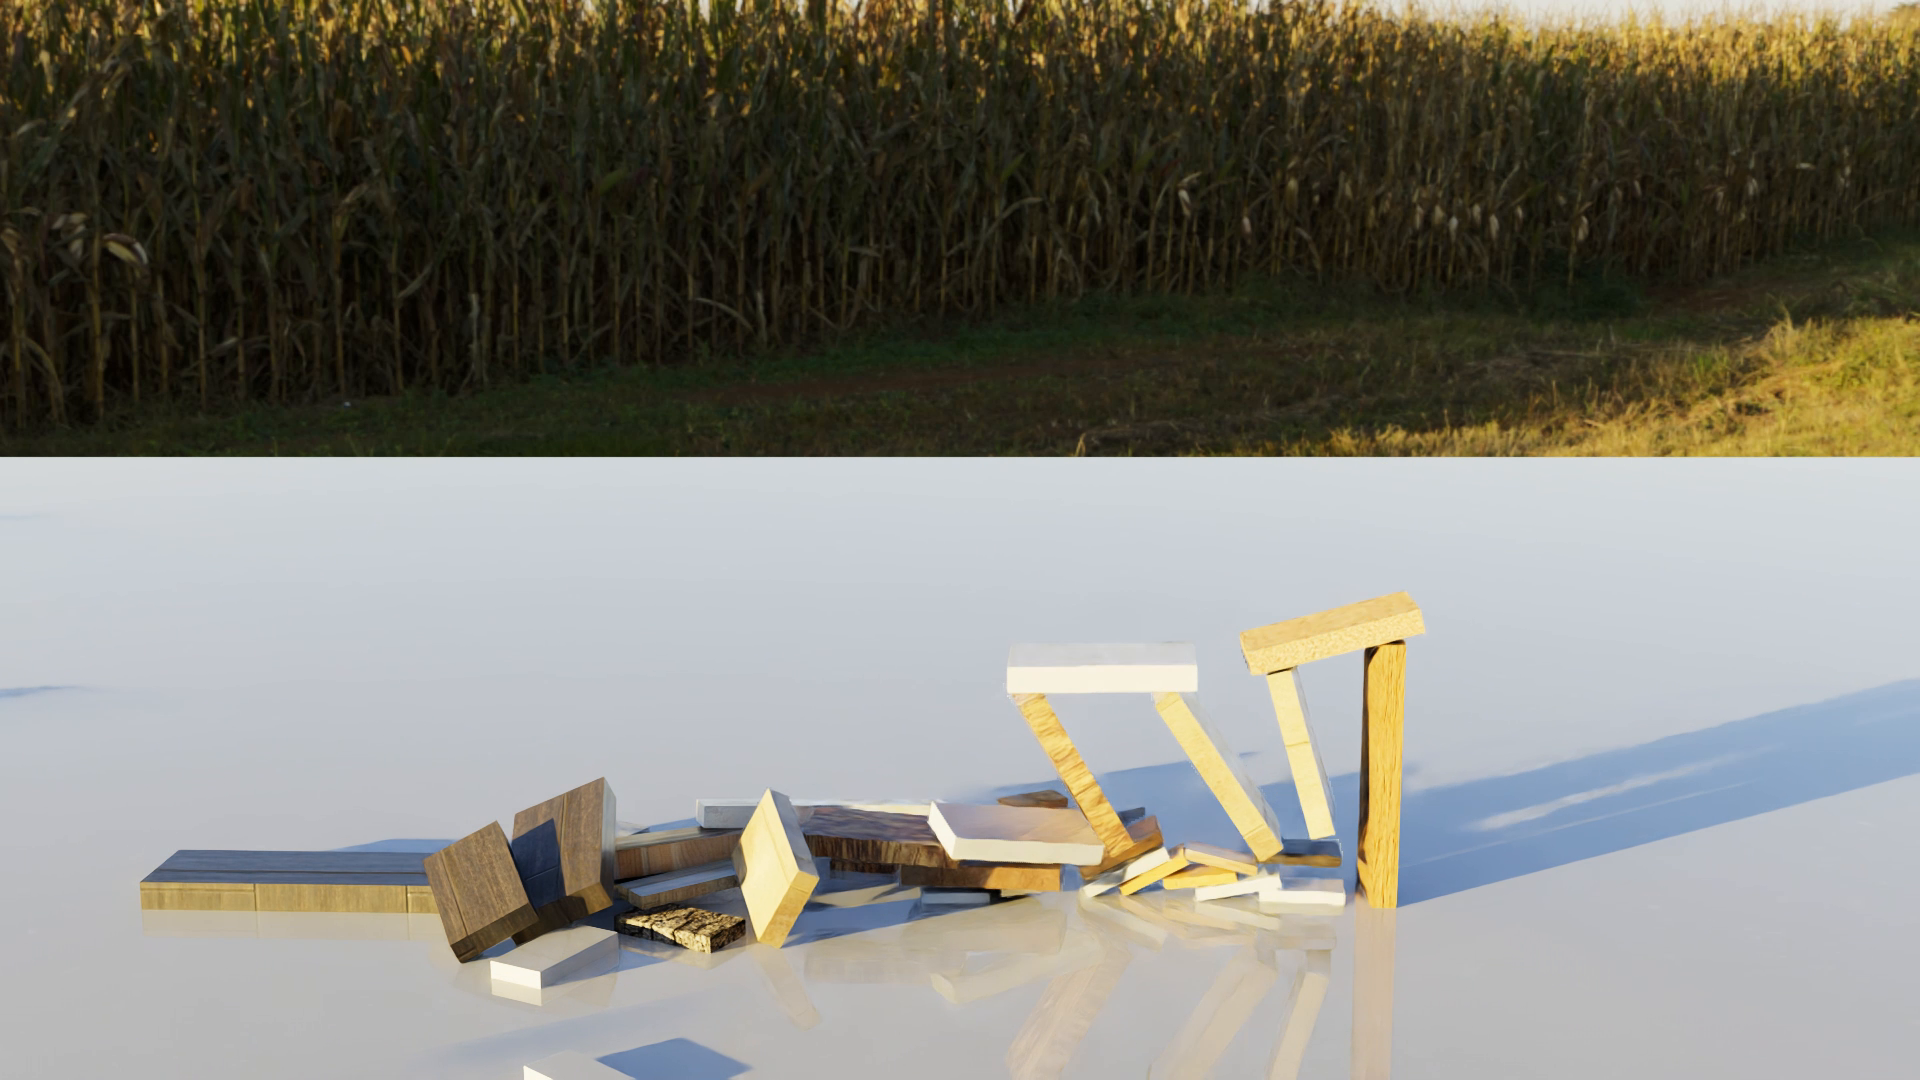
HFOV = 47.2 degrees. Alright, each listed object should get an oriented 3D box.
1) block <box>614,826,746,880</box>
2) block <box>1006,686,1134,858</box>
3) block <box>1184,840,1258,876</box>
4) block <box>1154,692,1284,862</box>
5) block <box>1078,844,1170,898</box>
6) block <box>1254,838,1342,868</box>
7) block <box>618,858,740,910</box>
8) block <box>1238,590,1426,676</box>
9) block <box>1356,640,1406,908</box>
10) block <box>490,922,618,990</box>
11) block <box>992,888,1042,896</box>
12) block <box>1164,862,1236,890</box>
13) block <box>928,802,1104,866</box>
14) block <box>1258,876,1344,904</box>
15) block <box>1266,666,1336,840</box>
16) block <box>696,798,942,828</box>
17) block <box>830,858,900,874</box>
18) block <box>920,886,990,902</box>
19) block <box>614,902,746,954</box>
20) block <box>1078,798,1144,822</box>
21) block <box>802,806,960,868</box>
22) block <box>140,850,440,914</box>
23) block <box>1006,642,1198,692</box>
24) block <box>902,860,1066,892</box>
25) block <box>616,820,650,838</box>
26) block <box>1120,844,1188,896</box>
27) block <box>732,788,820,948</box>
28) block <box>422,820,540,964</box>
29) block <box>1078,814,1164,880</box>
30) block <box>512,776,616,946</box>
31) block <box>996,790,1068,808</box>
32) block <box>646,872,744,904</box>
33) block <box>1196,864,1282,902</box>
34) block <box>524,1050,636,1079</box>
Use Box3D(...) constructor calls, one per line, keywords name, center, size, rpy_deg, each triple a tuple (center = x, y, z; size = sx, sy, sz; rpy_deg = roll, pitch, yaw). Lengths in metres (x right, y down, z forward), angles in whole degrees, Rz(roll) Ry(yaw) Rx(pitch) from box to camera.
Box3D(name="block", center=(-0.524, 0.534, 3.757), size=(0.331, 0.047, 0.166), rpy_deg=(-5, 1, -24))
Box3D(name="block", center=(0.182, 0.373, 3.658), size=(0.043, 0.303, 0.152), rpy_deg=(-32, 11, -2))
Box3D(name="block", center=(0.435, 0.527, 3.645), size=(0.120, 0.017, 0.060), rpy_deg=(13, 10, 9))
Box3D(name="block", center=(0.424, 0.367, 3.617), size=(0.043, 0.315, 0.152), rpy_deg=(-33, 8, 11))
Box3D(name="block", center=(0.274, 0.546, 3.682), size=(0.149, 0.021, 0.075), rpy_deg=(-25, 12, 0))
Box3D(name="block", center=(0.559, 0.518, 3.652), size=(0.139, 0.020, 0.070), rpy_deg=(4, 13, 4))
Box3D(name="block", center=(-0.438, 0.562, 3.615), size=(0.236, 0.022, 0.076), rpy_deg=(-8, 13, -37))
Box3D(name="block", center=(0.605, 0.152, 3.593), size=(0.284, 0.040, 0.142), rpy_deg=(-15, 10, 4))
Box3D(name="block", center=(0.695, 0.372, 3.631), size=(0.040, 0.443, 0.142), rpy_deg=(0, 11, 0))
Box3D(name="block", center=(-0.618, 0.634, 3.361), size=(0.094, 0.027, 0.188), rpy_deg=(6, 12, 28))
Box3D(name="block", center=(0.070, 0.559, 3.694), size=(0.075, 0.021, 0.149), rpy_deg=(-1, 13, -26))
Box3D(name="block", center=(0.399, 0.556, 3.660), size=(0.120, 0.017, 0.060), rpy_deg=(-7, 13, 8))
Box3D(name="block", center=(0.092, 0.483, 3.619), size=(0.261, 0.037, 0.130), rpy_deg=(6, 18, -20))
Box3D(name="block", center=(0.568, 0.582, 3.657), size=(0.140, 0.020, 0.070), rpy_deg=(1, 11, 8))
Box3D(name="block", center=(0.564, 0.336, 3.634), size=(0.040, 0.283, 0.142), rpy_deg=(-14, 8, 12))
Box3D(name="block", center=(-0.241, 0.484, 3.897), size=(0.437, 0.038, 0.134), rpy_deg=(1, -2, -12))
Box3D(name="block", center=(-0.162, 0.557, 3.801), size=(0.113, 0.016, 0.057), rpy_deg=(2, 11, 12))
Box3D(name="block", center=(-0.009, 0.585, 3.653), size=(0.113, 0.016, 0.057), rpy_deg=(0, 11, -2))
Box3D(name="block", center=(-0.444, 0.611, 3.484), size=(0.188, 0.027, 0.094), rpy_deg=(6, 12, 29))
Box3D(name="block", center=(0.277, 0.505, 4.078), size=(0.120, 0.017, 0.060), rpy_deg=(-7, 13, -34))
Box3D(name="block", center=(-0.123, 0.493, 3.651), size=(0.261, 0.037, 0.131), rpy_deg=(4, 14, 7))
Box3D(name="block", center=(-1.062, 0.568, 3.660), size=(0.546, 0.047, 0.166), rpy_deg=(0, 11, 2))
Box3D(name="block", center=(0.232, 0.207, 3.589), size=(0.303, 0.043, 0.152), rpy_deg=(-1, 12, 4))
Box3D(name="block", center=(0.042, 0.536, 3.650), size=(0.261, 0.037, 0.131), rpy_deg=(1, 13, 8))
Box3D(name="block", center=(-0.631, 0.535, 3.908), size=(0.076, 0.022, 0.153), rpy_deg=(6, 12, 31))
Box3D(name="block", center=(0.323, 0.551, 3.673), size=(0.120, 0.017, 0.060), rpy_deg=(-28, 11, 9))
Box3D(name="block", center=(-0.298, 0.522, 3.520), size=(0.038, 0.134, 0.268), rpy_deg=(24, 14, -23))
Box3D(name="block", center=(-0.760, 0.553, 3.478), size=(0.134, 0.038, 0.268), rpy_deg=(-28, 29, -10))
Box3D(name="block", center=(0.268, 0.516, 3.696), size=(0.149, 0.021, 0.075), rpy_deg=(-26, 15, 6))
Box3D(name="block", center=(-0.647, 0.516, 3.572), size=(0.166, 0.047, 0.331), rpy_deg=(-23, 25, 2))
Box3D(name="block", center=(0.136, 0.494, 4.141), size=(0.120, 0.017, 0.060), rpy_deg=(-5, 12, -27))
Box3D(name="block", center=(-0.426, 0.577, 3.666), size=(0.188, 0.027, 0.094), rpy_deg=(-2, 11, -11))
Box3D(name="block", center=(0.461, 0.568, 3.656), size=(0.140, 0.020, 0.070), rpy_deg=(-11, 10, 6))
Box3D(name="block", center=(-0.501, 0.718, 2.918), size=(0.153, 0.022, 0.076), rpy_deg=(10, 14, 42))
